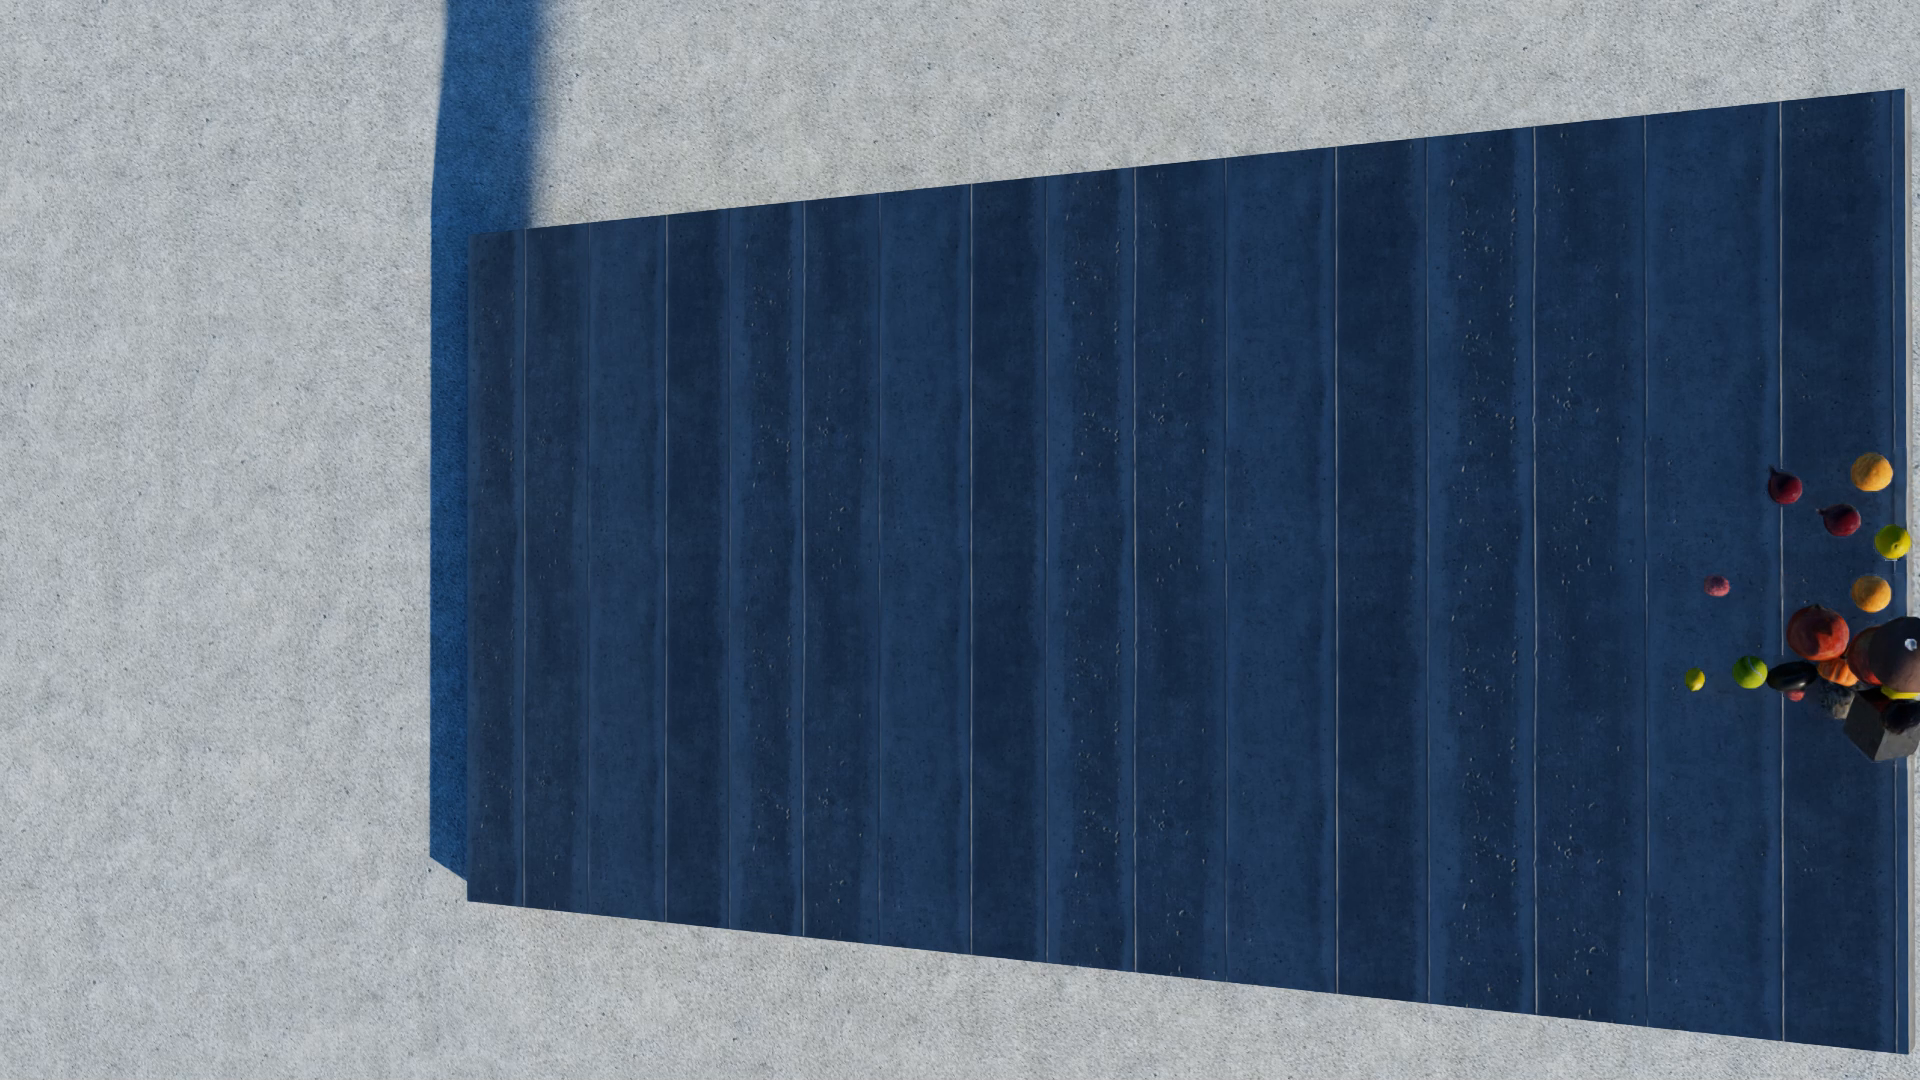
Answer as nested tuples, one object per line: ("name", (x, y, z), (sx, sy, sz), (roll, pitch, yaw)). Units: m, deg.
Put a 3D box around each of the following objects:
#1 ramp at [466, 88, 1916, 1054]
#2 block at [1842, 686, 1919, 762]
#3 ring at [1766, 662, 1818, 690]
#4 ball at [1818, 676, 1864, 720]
("ramp", (0.267, 0.074, 5.617), (4.000, 0.100, 2.000), (0, 89, 31))
("block", (1.719, 0.340, 4.084), (0.093, 0.093, 0.093), (-6, 124, -18))
("ring", (1.748, 0.286, 4.619), (0.102, 0.102, 0.034), (-19, 102, 0))
("ball", (1.834, 0.327, 4.569), (0.093, 0.093, 0.093), (0, 89, 0))
